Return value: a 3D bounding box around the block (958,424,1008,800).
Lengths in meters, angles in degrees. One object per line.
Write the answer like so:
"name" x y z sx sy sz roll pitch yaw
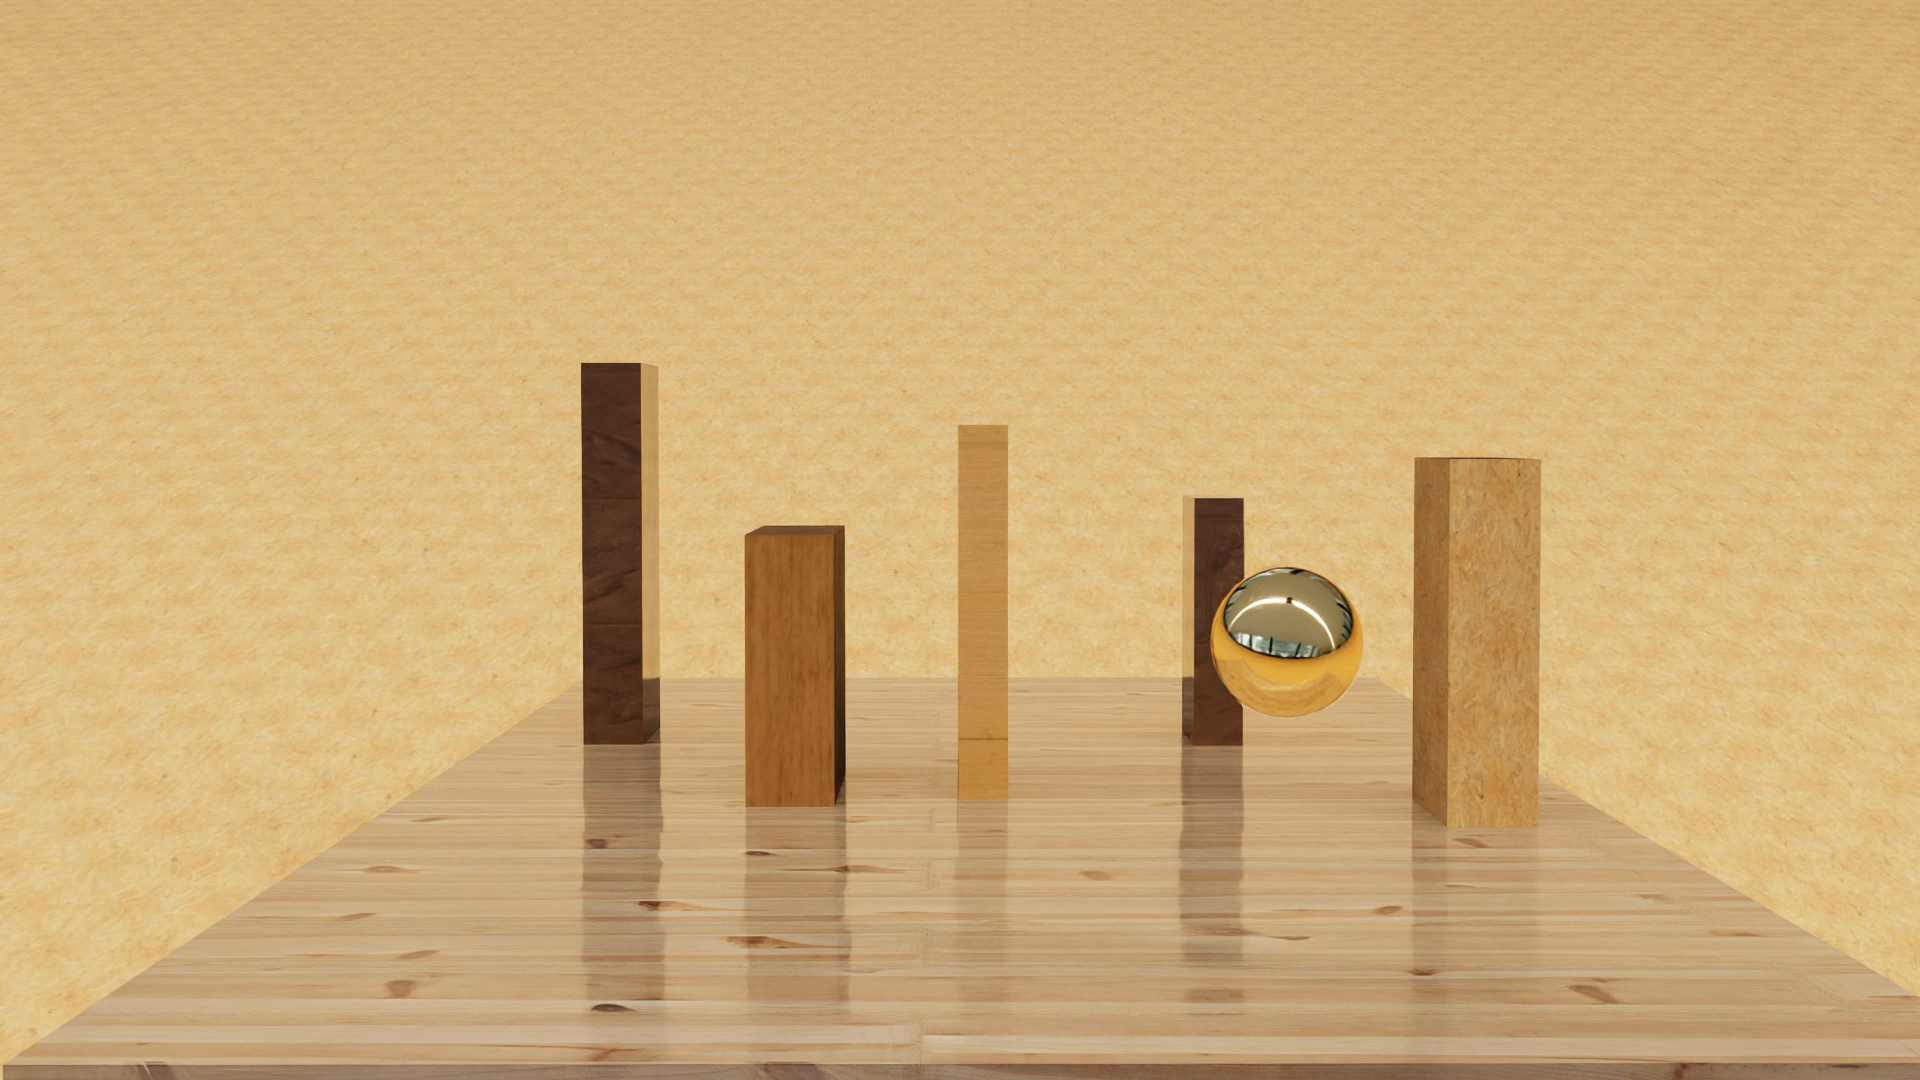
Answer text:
"block" 0.039 0.114 4.565 0.084 0.635 0.444 0 2 0

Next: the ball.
"ball" 0.362 0.113 2.855 0.168 0.168 0.168 0 23 0

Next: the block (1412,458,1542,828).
"block" 0.839 0.157 4.198 0.143 0.579 0.311 0 2 0

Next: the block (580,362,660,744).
"block" -0.692 0.022 5.268 0.119 0.761 0.300 0 2 0

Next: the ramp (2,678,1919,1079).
"ramp" 0.053 0.483 4.539 2.000 0.100 4.000 0 2 0

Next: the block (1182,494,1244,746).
"block" 0.512 0.157 5.232 0.098 0.492 0.264 0 2 0

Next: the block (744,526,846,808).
"block" -0.283 0.209 4.487 0.148 0.453 0.437 0 2 0
